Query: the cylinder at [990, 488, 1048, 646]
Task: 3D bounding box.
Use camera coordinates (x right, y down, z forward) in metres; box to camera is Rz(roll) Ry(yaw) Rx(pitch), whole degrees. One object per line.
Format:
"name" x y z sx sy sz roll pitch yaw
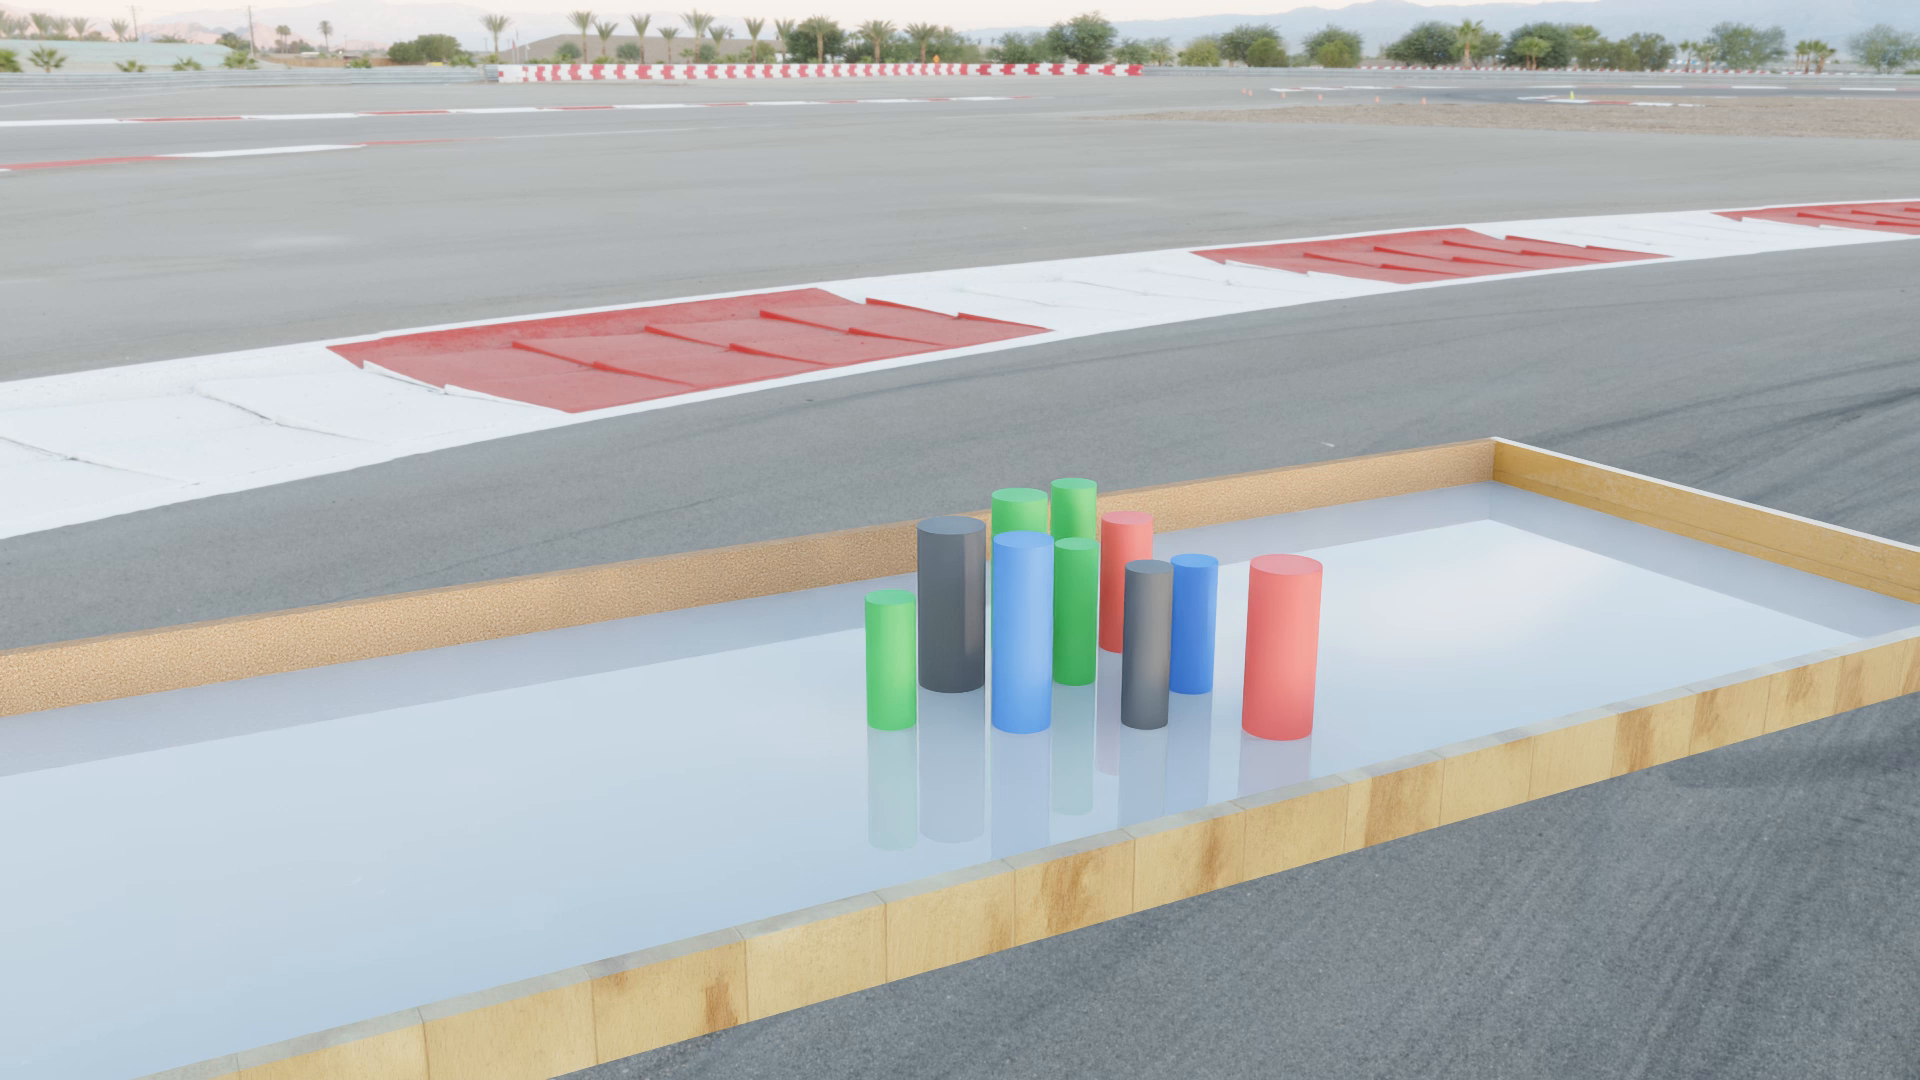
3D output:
"cylinder" 0.155 0.082 4.338 0.147 0.416 0.147 0 16 0

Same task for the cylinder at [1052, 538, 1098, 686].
"cylinder" 0.288 0.179 4.118 0.109 0.354 0.109 0 16 0

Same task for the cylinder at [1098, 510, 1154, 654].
"cylinder" 0.437 0.110 4.355 0.136 0.352 0.136 0 16 0

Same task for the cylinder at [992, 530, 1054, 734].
"cylinder" 0.145 0.214 3.827 0.140 0.450 0.140 0 16 0

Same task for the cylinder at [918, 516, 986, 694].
"cylinder" -0.021 0.159 4.092 0.169 0.408 0.169 0 16 0

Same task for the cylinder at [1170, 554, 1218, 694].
"cylinder" 0.572 0.207 4.068 0.117 0.328 0.117 0 16 0

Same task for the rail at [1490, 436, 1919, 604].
"rail" 2.466 -0.048 5.253 0.050 0.150 2.100 -9 18 -27

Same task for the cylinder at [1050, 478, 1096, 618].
"cylinder" 0.313 0.027 4.591 0.126 0.379 0.126 0 16 0

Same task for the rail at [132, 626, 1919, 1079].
"rail" -2.336 1.006 1.665 12.000 0.150 0.050 -9 18 -27

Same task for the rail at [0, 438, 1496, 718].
"rail" -3.305 0.497 3.399 12.000 0.150 0.050 -9 18 -27

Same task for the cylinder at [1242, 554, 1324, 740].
"cylinder" 0.742 0.246 3.809 0.164 0.399 0.164 0 16 0

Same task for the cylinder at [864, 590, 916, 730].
"cylinder" -0.161 0.280 3.855 0.118 0.309 0.118 0 16 0

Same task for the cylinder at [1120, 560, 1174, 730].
"cylinder" 0.436 0.244 3.847 0.112 0.382 0.112 0 16 0
